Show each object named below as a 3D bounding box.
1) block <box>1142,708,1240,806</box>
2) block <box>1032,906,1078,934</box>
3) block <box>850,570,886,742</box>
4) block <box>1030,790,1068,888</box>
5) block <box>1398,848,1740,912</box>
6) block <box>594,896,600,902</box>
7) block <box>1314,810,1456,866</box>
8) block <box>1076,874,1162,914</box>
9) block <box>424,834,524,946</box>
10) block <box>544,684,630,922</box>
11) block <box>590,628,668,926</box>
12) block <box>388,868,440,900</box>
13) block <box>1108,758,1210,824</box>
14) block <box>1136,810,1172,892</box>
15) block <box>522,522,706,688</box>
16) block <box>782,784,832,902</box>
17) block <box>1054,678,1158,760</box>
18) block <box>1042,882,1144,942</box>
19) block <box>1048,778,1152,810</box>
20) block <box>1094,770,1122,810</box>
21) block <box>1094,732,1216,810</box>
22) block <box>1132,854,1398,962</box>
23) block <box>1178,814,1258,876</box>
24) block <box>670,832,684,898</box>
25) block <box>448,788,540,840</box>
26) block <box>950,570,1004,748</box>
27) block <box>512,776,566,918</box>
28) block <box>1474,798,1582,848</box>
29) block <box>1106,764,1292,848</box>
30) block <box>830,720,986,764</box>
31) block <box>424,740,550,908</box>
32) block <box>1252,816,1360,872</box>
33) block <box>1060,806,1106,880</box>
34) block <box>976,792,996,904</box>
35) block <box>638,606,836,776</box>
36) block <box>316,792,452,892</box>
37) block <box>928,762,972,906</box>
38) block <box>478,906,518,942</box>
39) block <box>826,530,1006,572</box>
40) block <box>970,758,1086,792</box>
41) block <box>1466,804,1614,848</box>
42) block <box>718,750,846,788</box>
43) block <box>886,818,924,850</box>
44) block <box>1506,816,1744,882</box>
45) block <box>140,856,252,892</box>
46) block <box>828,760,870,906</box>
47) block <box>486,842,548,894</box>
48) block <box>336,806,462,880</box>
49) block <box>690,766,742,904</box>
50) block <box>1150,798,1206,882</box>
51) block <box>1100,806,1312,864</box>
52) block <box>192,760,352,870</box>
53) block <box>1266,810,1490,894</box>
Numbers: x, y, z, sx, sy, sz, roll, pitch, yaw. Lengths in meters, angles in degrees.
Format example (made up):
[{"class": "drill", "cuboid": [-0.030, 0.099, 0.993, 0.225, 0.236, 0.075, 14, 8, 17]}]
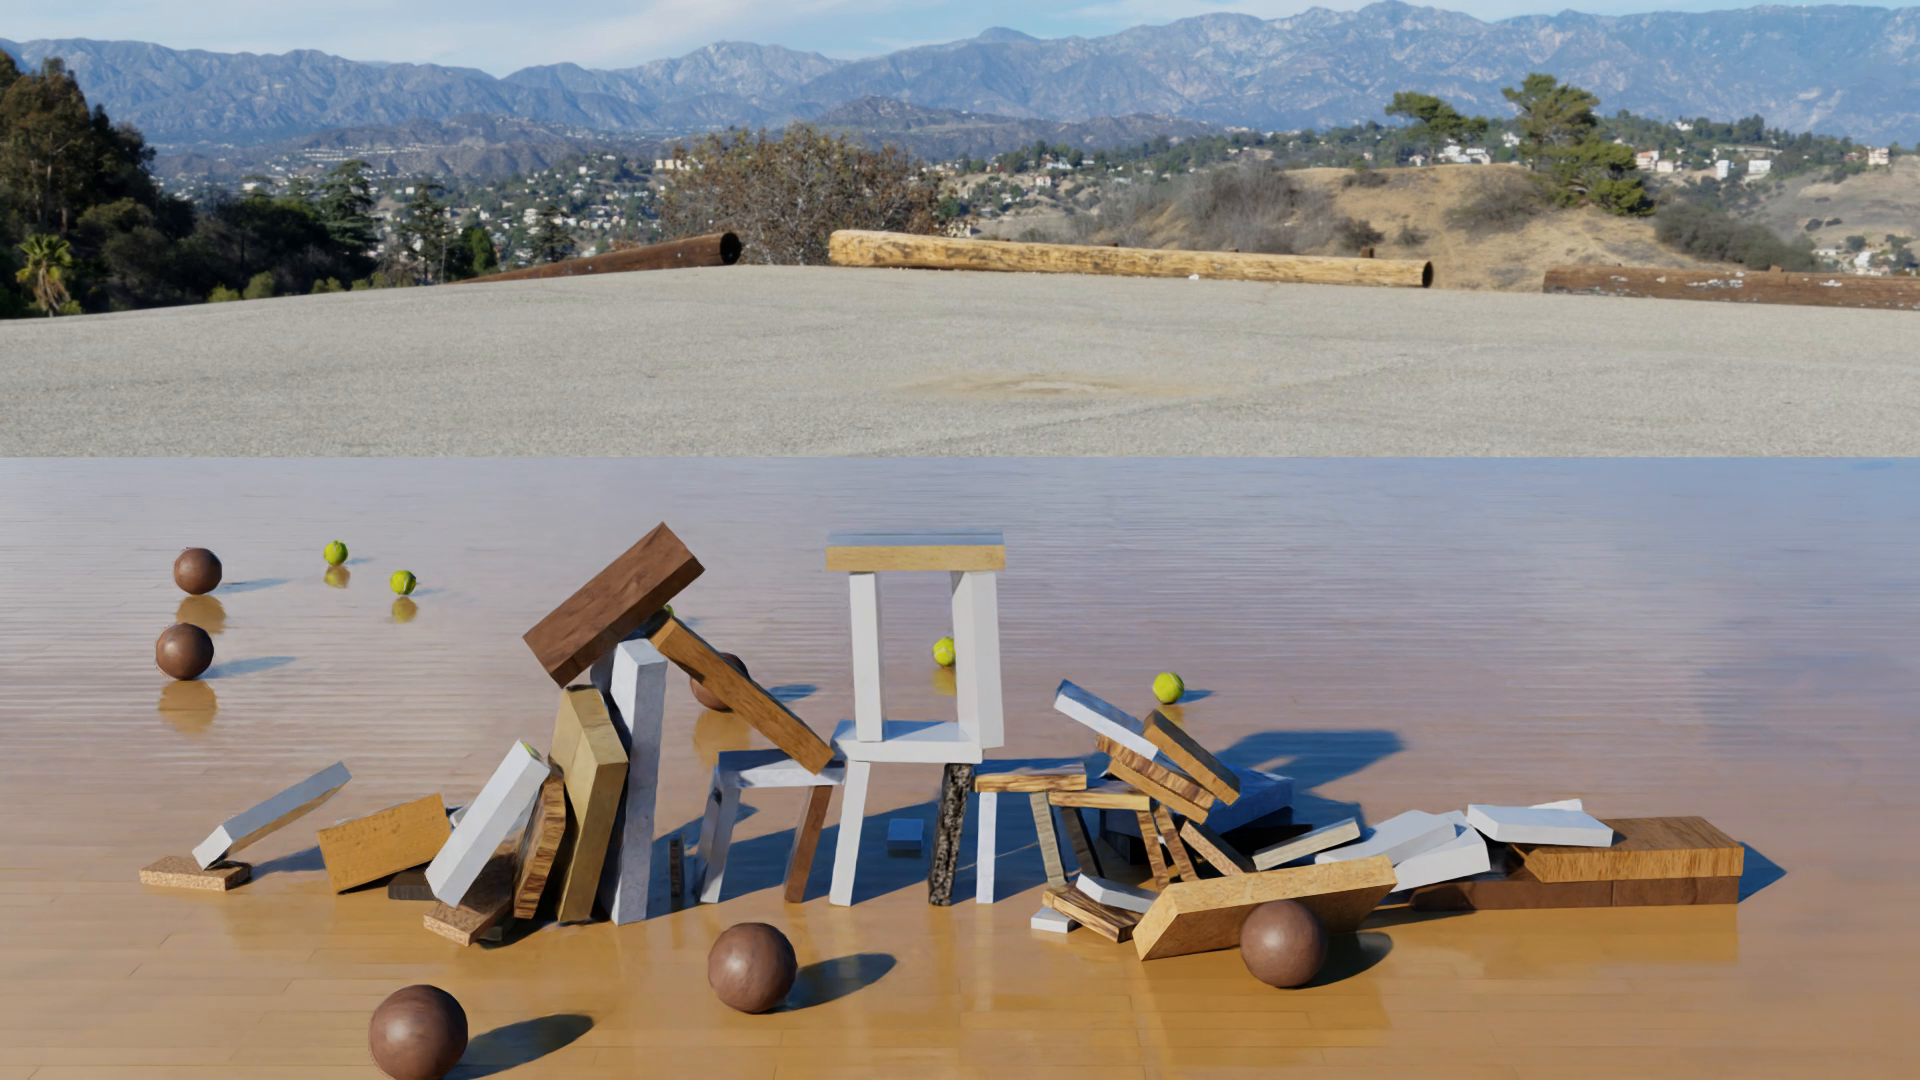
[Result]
[{"class": "block", "cuboid": [0.379, 0.355, 3.602, 0.183, 0.026, 0.091, 39, 13, -2]}, {"class": "block", "cuboid": [0.166, 0.603, 3.553, 0.061, 0.017, 0.122, 5, 11, 23]}, {"class": "block", "cuboid": [-0.149, 0.173, 3.589, 0.040, 0.283, 0.141, -2, 10, 2]}, {"class": "block", "cuboid": [0.148, 0.496, 3.652, 0.027, 0.190, 0.095, -12, 10, 5]}, {"class": "block", "cuboid": [1.005, 0.563, 3.680, 0.541, 0.048, 0.170, -1, 11, -4]}, {"class": "block", "cuboid": [-0.596, 0.586, 3.654, 0.099, 0.014, 0.050, -3, 11, -17]}, {"class": "block", "cuboid": [0.696, 0.498, 3.599, 0.209, 0.030, 0.104, -18, 12, -24]}, {"class": "block", "cuboid": [0.277, 0.576, 3.535, 0.164, 0.023, 0.082, 17, 2, -25]}, {"class": "block", "cuboid": [-0.691, 0.510, 3.650, 0.081, 0.023, 0.589, 20, 24, 14]}, {"class": "block", "cuboid": [-0.602, 0.415, 3.458, 0.049, 0.349, 0.175, -4, 41, -29]}, {"class": "block", "cuboid": [-0.542, 0.367, 3.507, 0.049, 0.469, 0.175, -6, 27, -30]}, {"class": "block", "cuboid": [-0.854, 0.576, 3.676, 0.179, 0.025, 0.090, 1, 11, 5]}, {"class": "block", "cuboid": [0.328, 0.403, 3.615, 0.177, 0.023, 0.082, 30, 13, 3]}, {"class": "block", "cuboid": [0.322, 0.510, 3.650, 0.023, 0.165, 0.082, -15, 10, 4]}, {"class": "block", "cuboid": [-0.542, 0.100, 3.438, 0.285, 0.036, 0.128, -40, 39, -7]}, {"class": "block", "cuboid": [-0.254, 0.488, 3.655, 0.029, 0.204, 0.102, 14, 9, -8]}, {"class": "block", "cuboid": [0.242, 0.295, 3.619, 0.183, 0.026, 0.091, 29, 13, -2]}, {"class": "block", "cuboid": [0.219, 0.593, 3.518, 0.082, 0.023, 0.164, -6, 19, -44]}, {"class": "block", "cuboid": [0.232, 0.418, 3.625, 0.165, 0.023, 0.082, 2, 11, 7]}, {"class": "block", "cuboid": [0.303, 0.420, 3.925, 0.017, 0.061, 0.300, -48, 0, -32]}, {"class": "block", "cuboid": [0.323, 0.369, 3.624, 0.211, 0.026, 0.091, 29, 13, 0]}, {"class": "block", "cuboid": [0.469, 0.566, 3.383, 0.376, 0.048, 0.170, -4, -33, -21]}, {"class": "block", "cuboid": [0.436, 0.524, 3.653, 0.176, 0.025, 0.088, 41, 11, -4]}, {"class": "block", "cuboid": [-0.471, 0.541, 3.664, 0.014, 0.099, 0.049, 1, 11, 3]}, {"class": "block", "cuboid": [-0.758, 0.449, 3.646, 0.161, 0.081, 0.023, -34, 11, -32]}, {"class": "block", "cuboid": [0.027, 0.180, 3.547, 0.040, 0.283, 0.141, -6, 12, -13]}, {"class": "block", "cuboid": [-0.660, 0.482, 3.443, 0.030, 0.210, 0.105, 11, 35, -21]}, {"class": "block", "cuboid": [0.967, 0.498, 3.798, 0.209, 0.030, 0.104, -10, -34, 9]}, {"class": "block", "cuboid": [0.430, 0.470, 3.922, 0.170, 0.048, 0.339, 9, 14, 39]}, {"class": "block", "cuboid": [-0.082, 0.330, 3.613, 0.246, 0.035, 0.123, 1, 11, 4]}, {"class": "block", "cuboid": [-0.742, 0.443, 3.451, 0.036, 0.257, 0.128, 37, -5, -22]}, {"class": "block", "cuboid": [0.572, 0.500, 3.625, 0.176, 0.025, 0.088, -21, -5, 9]}, {"class": "block", "cuboid": [0.206, 0.510, 3.652, 0.023, 0.165, 0.082, -19, 9, 7]}, {"class": "block", "cuboid": [0.045, 0.496, 3.651, 0.027, 0.190, 0.095, 2, 11, 1]}, {"class": "block", "cuboid": [-0.365, 0.236, 3.542, 0.349, 0.049, 0.175, 42, -5, -25]}, {"class": "block", "cuboid": [-0.966, 0.508, 3.707, 0.210, 0.105, 0.030, -17, 6, -24]}, {"class": "block", "cuboid": [-0.018, 0.468, 3.648, 0.035, 0.246, 0.123, 8, 10, -4]}, {"class": "block", "cuboid": [-0.748, 0.585, 3.537, 0.090, 0.025, 0.179, 8, 19, 7]}, {"class": "block", "cuboid": [-0.071, 0.016, 3.546, 0.283, 0.040, 0.141, 0, 11, -1]}, {"class": "block", "cuboid": [0.110, 0.388, 3.635, 0.190, 0.027, 0.095, -1, 11, -2]}, {"class": "block", "cuboid": [0.956, 0.471, 3.628, 0.209, 0.030, 0.104, 5, 10, -14]}, {"class": "block", "cuboid": [-0.294, 0.374, 3.618, 0.204, 0.029, 0.102, -1, 14, -7]}, {"class": "block", "cuboid": [-0.097, 0.529, 3.952, 0.061, 0.017, 0.122, 0, 11, 2]}, {"class": "block", "cuboid": [1.108, 0.515, 3.675, 0.339, 0.048, 0.170, -1, 11, -6]}, {"class": "block", "cuboid": [-1.299, 0.566, 3.737, 0.161, 0.023, 0.081, 3, 11, 14]}, {"class": "block", "cuboid": [-0.181, 0.468, 3.647, 0.035, 0.246, 0.123, 8, 10, -2]}, {"class": "block", "cuboid": [-0.739, 0.550, 3.699, 0.179, 0.025, 0.090, 15, 9, 18]}, {"class": "block", "cuboid": [-0.953, 0.519, 3.752, 0.210, 0.105, 0.030, -5, 2, -23]}, {"class": "block", "cuboid": [-0.405, 0.488, 3.653, 0.029, 0.204, 0.102, 10, 8, -18]}, {"class": "block", "cuboid": [0.362, 0.506, 3.654, 0.025, 0.176, 0.088, -24, 8, 8]}, {"class": "block", "cuboid": [0.437, 0.517, 3.930, 0.339, 0.048, 0.170, -3, 11, -14]}, {"class": "block", "cuboid": [-1.178, 0.471, 3.770, 0.128, 0.036, 0.257, -37, -4, 41]}, {"class": "block", "cuboid": [0.686, 0.533, 3.640, 0.339, 0.048, 0.170, -13, 11, 1]}]
